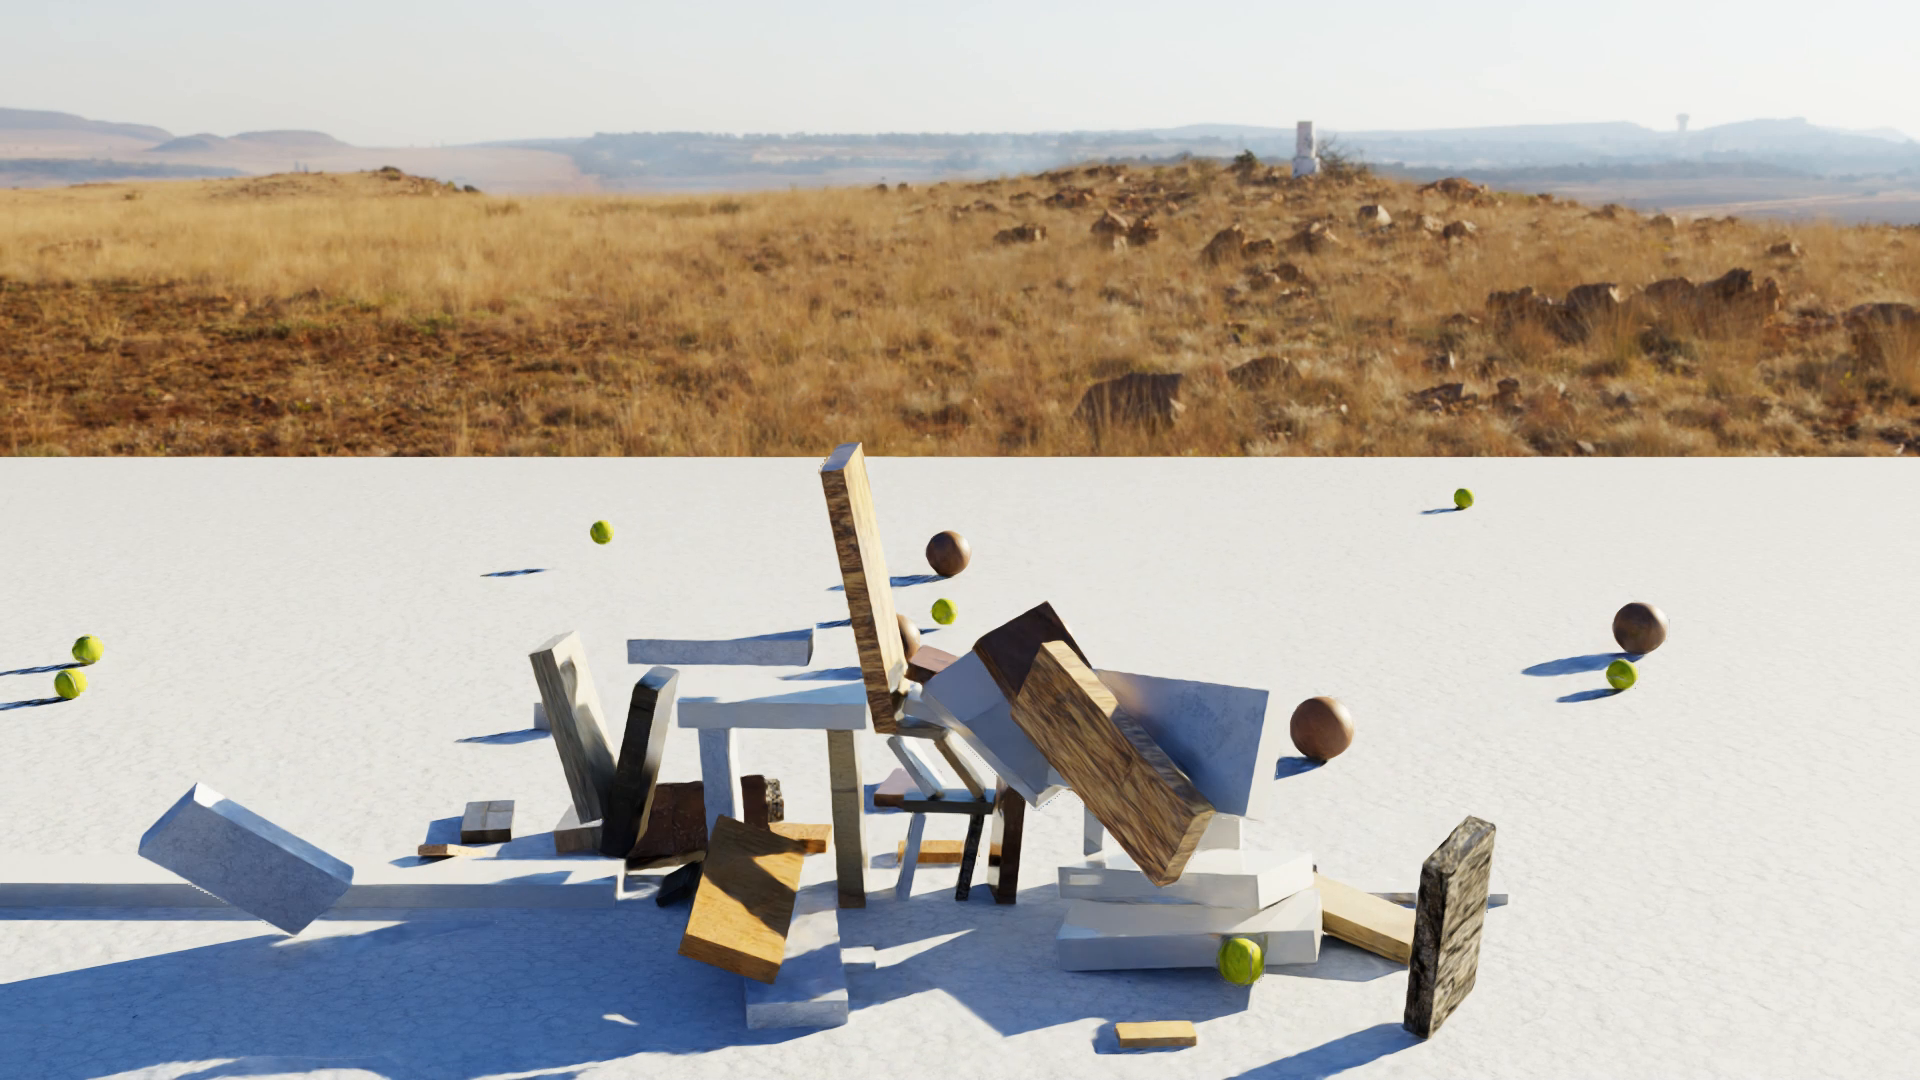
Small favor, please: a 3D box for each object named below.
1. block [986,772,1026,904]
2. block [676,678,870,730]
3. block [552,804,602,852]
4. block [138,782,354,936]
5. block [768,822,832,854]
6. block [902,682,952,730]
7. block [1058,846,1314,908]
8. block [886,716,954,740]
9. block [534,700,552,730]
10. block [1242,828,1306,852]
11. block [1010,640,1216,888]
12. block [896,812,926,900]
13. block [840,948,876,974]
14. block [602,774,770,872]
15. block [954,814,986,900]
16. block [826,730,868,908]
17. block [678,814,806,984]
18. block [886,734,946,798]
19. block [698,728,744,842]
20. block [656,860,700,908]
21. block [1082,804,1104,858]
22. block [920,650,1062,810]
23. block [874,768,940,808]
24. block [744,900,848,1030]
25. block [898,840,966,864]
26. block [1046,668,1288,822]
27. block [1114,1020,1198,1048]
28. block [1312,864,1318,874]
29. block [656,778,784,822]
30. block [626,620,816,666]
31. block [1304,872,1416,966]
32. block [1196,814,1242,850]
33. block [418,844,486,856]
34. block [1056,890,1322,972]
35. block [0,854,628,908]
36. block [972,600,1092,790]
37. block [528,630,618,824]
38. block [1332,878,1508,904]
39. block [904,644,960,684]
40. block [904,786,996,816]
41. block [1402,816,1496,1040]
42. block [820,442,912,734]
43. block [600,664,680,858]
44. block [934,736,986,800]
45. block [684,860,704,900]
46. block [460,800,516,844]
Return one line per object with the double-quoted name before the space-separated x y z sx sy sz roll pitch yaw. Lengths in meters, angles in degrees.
"block" 0.078 0.477 3.651 0.032 0.226 0.113 4 10 -8
"block" -0.300 0.268 3.604 0.304 0.043 0.152 0 11 2
"block" -0.569 0.500 3.934 0.286 0.041 0.143 -7 11 4
"block" -1.099 0.495 3.394 0.286 0.143 0.041 37 23 -30
"block" -0.320 0.530 3.921 0.176 0.025 0.088 1 11 4
"block" 0.014 0.290 3.626 0.204 0.029 0.102 18 14 7
"block" 0.355 0.531 3.480 0.359 0.051 0.180 -4 2 36
"block" -0.073 0.308 3.625 0.118 0.017 0.059 5 13 22
"block" -0.845 0.374 4.667 0.120 0.060 0.017 2 9 10
"block" 0.517 0.535 3.845 0.167 0.024 0.083 3 19 0
"block" 0.213 0.317 3.159 0.040 0.142 0.366 -8 43 -39
"block" -0.081 0.516 3.657 0.021 0.149 0.074 11 9 -3
"block" -0.189 0.641 3.346 0.120 0.017 0.060 -1 11 -7
"block" -0.475 0.491 3.810 0.284 0.040 0.142 -6 51 -6
"block" 0.017 0.516 3.655 0.021 0.148 0.074 12 11 0
"block" -0.185 0.439 3.644 0.043 0.304 0.152 -3 11 0
"block" -0.319 0.528 3.257 0.143 0.041 0.286 20 28 -7
"block" -0.073 0.368 3.640 0.017 0.118 0.059 -37 -3 21
"block" -0.391 0.439 3.645 0.043 0.304 0.152 -4 11 1
"block" -0.468 0.571 3.651 0.059 0.017 0.118 -28 9 5
"block" 0.225 0.473 3.679 0.032 0.226 0.113 2 11 5
"block" 0.077 0.291 3.486 0.134 0.038 0.268 -33 62 -28
"block" -0.101 0.475 4.218 0.088 0.025 0.175 2 11 12
"block" -0.248 0.624 3.251 0.143 0.041 0.290 -1 20 -7
"block" -0.040 0.546 3.853 0.138 0.020 0.069 0 11 -1
"block" 0.297 0.292 3.193 0.359 0.180 0.051 4 -12 42
"block" 0.274 0.692 3.078 0.107 0.015 0.054 -1 11 -4
"block" 0.506 0.562 3.691 0.166 0.024 0.083 -3 -5 -11
"block" -0.476 0.490 4.100 0.284 0.040 0.142 -2 11 -8
"block" -0.385 0.167 3.579 0.290 0.041 0.145 1 10 2
"block" 0.624 0.592 3.451 0.244 0.035 0.122 18 18 32
"block" 0.392 0.398 3.556 0.122 0.244 0.035 3 29 15
"block" -0.871 0.536 3.771 0.059 0.017 0.118 -5 -14 20
"block" 0.354 0.597 3.369 0.387 0.051 0.180 -5 9 13
"block" -1.148 0.569 3.671 1.165 0.041 0.143 0 11 0
"block" 0.150 0.239 3.397 0.134 0.268 0.038 -28 -14 -24
"block" -0.625 0.304 3.604 0.041 0.290 0.145 -14 8 8
"block" 0.745 0.584 3.654 0.317 0.018 0.063 0 11 2
"block" 0.020 0.232 3.606 0.204 0.029 0.102 19 17 8
"block" -0.017 0.432 3.641 0.148 0.021 0.074 1 11 4
"block" 0.683 0.541 3.070 0.041 0.286 0.143 20 34 33
"block" -0.149 0.079 3.562 0.038 0.455 0.134 -6 20 12
"block" -0.527 0.363 3.623 0.041 0.290 0.145 14 12 4
"block" 0.000 0.369 3.634 0.017 0.118 0.059 -36 7 8
"block" -0.434 0.563 3.696 0.059 0.017 0.118 -28 9 5
"block" -0.860 0.514 4.012 0.088 0.025 0.175 -2 11 -9
